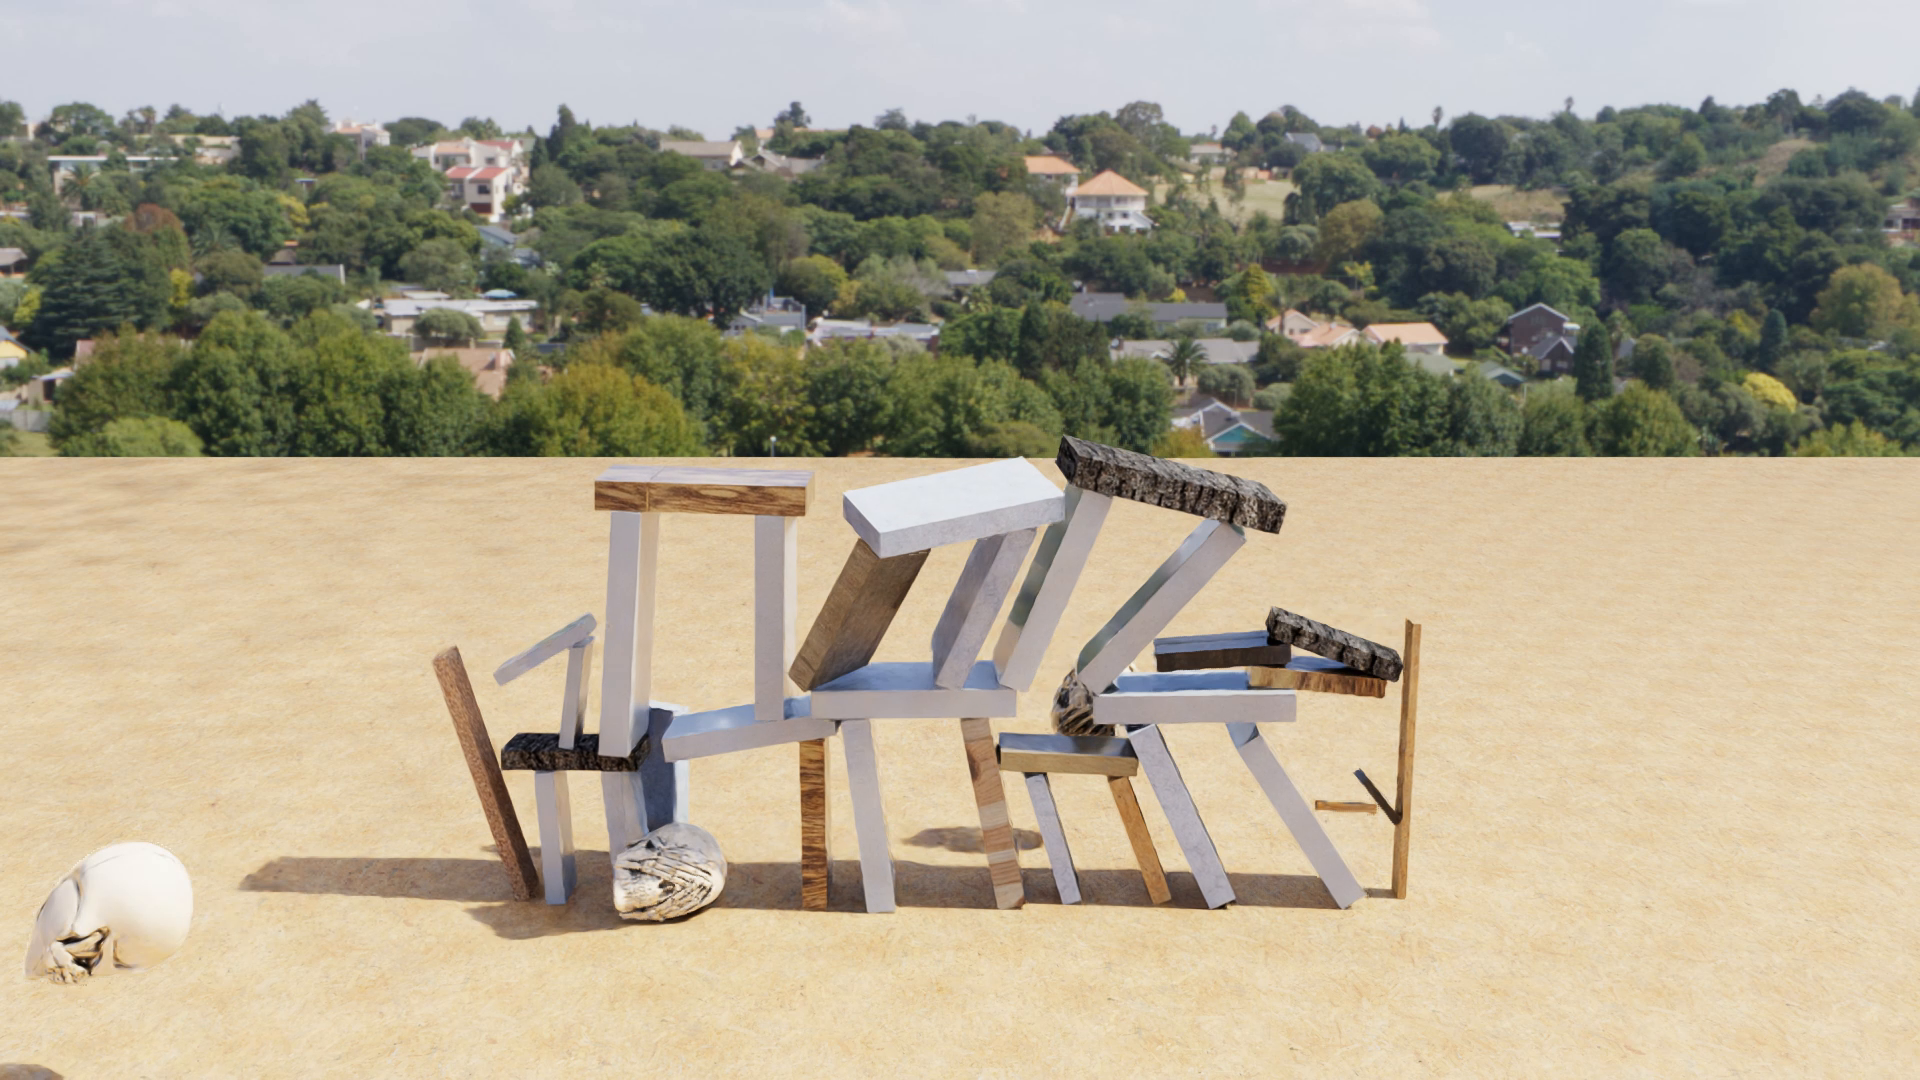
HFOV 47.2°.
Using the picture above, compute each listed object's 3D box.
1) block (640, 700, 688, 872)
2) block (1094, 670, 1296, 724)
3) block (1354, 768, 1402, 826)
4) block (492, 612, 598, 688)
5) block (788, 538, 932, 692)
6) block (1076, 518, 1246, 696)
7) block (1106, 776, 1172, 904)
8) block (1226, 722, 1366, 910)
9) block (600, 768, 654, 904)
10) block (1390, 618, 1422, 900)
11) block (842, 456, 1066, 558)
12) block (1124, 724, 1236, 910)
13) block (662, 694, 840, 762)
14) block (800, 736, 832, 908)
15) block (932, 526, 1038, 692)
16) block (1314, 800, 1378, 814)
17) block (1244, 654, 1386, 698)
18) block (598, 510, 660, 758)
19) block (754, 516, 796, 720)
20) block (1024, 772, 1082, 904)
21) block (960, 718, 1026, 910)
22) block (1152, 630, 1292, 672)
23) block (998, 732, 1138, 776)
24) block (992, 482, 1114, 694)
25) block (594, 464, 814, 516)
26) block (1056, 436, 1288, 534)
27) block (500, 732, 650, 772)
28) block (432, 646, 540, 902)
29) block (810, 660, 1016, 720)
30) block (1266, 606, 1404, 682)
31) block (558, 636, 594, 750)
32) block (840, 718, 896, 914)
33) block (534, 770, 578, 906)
[{"bbox_3d":[-0.538,0.420,3.806,0.141,0.283,0.040,7,11,32],"label":"block"},{"bbox_3d":[0.384,0.257,3.611,0.324,0.046,0.162,-1,11,6],"label":"block"},{"bbox_3d":[0.689,0.424,3.630,0.014,0.097,0.049,-38,15,4],"label":"block"},{"bbox_3d":[-0.678,0.179,3.602,0.171,0.024,0.086,-30,8,5],"label":"block"},{"bbox_3d":[-0.152,0.100,3.458,0.043,0.305,0.153,45,38,20],"label":"block"},{"bbox_3d":[0.327,0.095,3.590,0.049,0.347,0.171,42,11,-3],"label":"block"},{"bbox_3d":[0.294,0.481,3.647,0.032,0.224,0.112,-20,11,3],"label":"block"},{"bbox_3d":[0.554,0.444,3.645,0.046,0.324,0.162,-33,9,6],"label":"block"},{"bbox_3d":[-0.552,0.478,3.655,0.032,0.224,0.112,-4,10,9],"label":"block"},{"bbox_3d":[0.735,0.361,3.623,0.014,0.467,0.049,1,10,-2],"label":"block"},{"bbox_3d":[-0.009,-0.052,3.367,0.305,0.043,0.153,-12,29,-21],"label":"block"},{"bbox_3d":[0.360,0.436,3.642,0.046,0.324,0.162,-25,10,4],"label":"block"},{"bbox_3d":[-0.338,0.306,3.618,0.283,0.040,0.141,-9,10,4],"label":"block"},{"bbox_3d":[-0.238,0.451,3.641,0.040,0.283,0.141,0,11,0],"label":"block"},{"bbox_3d":[0.035,0.074,3.494,0.043,0.305,0.153,20,24,-12],"label":"block"},{"bbox_3d":[0.635,0.440,3.621,0.097,0.014,0.049,3,-4,4],"label":"block"},{"bbox_3d":[0.579,0.219,3.590,0.217,0.031,0.108,5,11,2],"label":"block"},{"bbox_3d":[-0.539,0.137,3.590,0.047,0.401,0.167,5,11,3],"label":"block"},{"bbox_3d":[-0.300,0.111,3.582,0.047,0.334,0.167,1,11,2],"label":"block"},{"bbox_3d":[0.152,0.480,3.649,0.032,0.224,0.112,-17,10,3],"label":"block"},{"bbox_3d":[0.052,0.425,3.634,0.046,0.328,0.164,-11,13,2],"label":"block"},{"bbox_3d":[0.426,0.180,3.595,0.217,0.031,0.108,-4,11,3],"label":"block"},{"bbox_3d":[0.176,0.353,3.620,0.224,0.032,0.112,3,11,-1],"label":"block"},{"bbox_3d":[0.147,0.063,3.550,0.049,0.343,0.171,22,11,-8],"label":"block"},{"bbox_3d":[-0.408,-0.081,3.549,0.334,0.047,0.167,2,11,1],"label":"block"},{"bbox_3d":[0.335,-0.089,3.521,0.343,0.049,0.171,13,12,-9],"label":"block"},{"bbox_3d":[-0.635,0.350,3.637,0.224,0.032,0.112,0,11,3],"label":"block"},{"bbox_3d":[-0.782,0.385,3.632,0.024,0.427,0.086,-16,10,3],"label":"block"},{"bbox_3d":[-0.078,0.243,3.579,0.328,0.046,0.164,0,13,-4],"label":"block"},{"bbox_3d":[0.608,0.169,3.581,0.217,0.031,0.108,20,11,1],"label":"block"},{"bbox_3d":[-0.631,0.250,3.617,0.024,0.171,0.086,8,11,0],"label":"block"},{"bbox_3d":[-0.150,0.428,3.619,0.046,0.328,0.164,-7,13,-1],"label":"block"},{"bbox_3d":[-0.670,0.479,3.648,0.032,0.224,0.112,-3,11,1],"label":"block"}]
